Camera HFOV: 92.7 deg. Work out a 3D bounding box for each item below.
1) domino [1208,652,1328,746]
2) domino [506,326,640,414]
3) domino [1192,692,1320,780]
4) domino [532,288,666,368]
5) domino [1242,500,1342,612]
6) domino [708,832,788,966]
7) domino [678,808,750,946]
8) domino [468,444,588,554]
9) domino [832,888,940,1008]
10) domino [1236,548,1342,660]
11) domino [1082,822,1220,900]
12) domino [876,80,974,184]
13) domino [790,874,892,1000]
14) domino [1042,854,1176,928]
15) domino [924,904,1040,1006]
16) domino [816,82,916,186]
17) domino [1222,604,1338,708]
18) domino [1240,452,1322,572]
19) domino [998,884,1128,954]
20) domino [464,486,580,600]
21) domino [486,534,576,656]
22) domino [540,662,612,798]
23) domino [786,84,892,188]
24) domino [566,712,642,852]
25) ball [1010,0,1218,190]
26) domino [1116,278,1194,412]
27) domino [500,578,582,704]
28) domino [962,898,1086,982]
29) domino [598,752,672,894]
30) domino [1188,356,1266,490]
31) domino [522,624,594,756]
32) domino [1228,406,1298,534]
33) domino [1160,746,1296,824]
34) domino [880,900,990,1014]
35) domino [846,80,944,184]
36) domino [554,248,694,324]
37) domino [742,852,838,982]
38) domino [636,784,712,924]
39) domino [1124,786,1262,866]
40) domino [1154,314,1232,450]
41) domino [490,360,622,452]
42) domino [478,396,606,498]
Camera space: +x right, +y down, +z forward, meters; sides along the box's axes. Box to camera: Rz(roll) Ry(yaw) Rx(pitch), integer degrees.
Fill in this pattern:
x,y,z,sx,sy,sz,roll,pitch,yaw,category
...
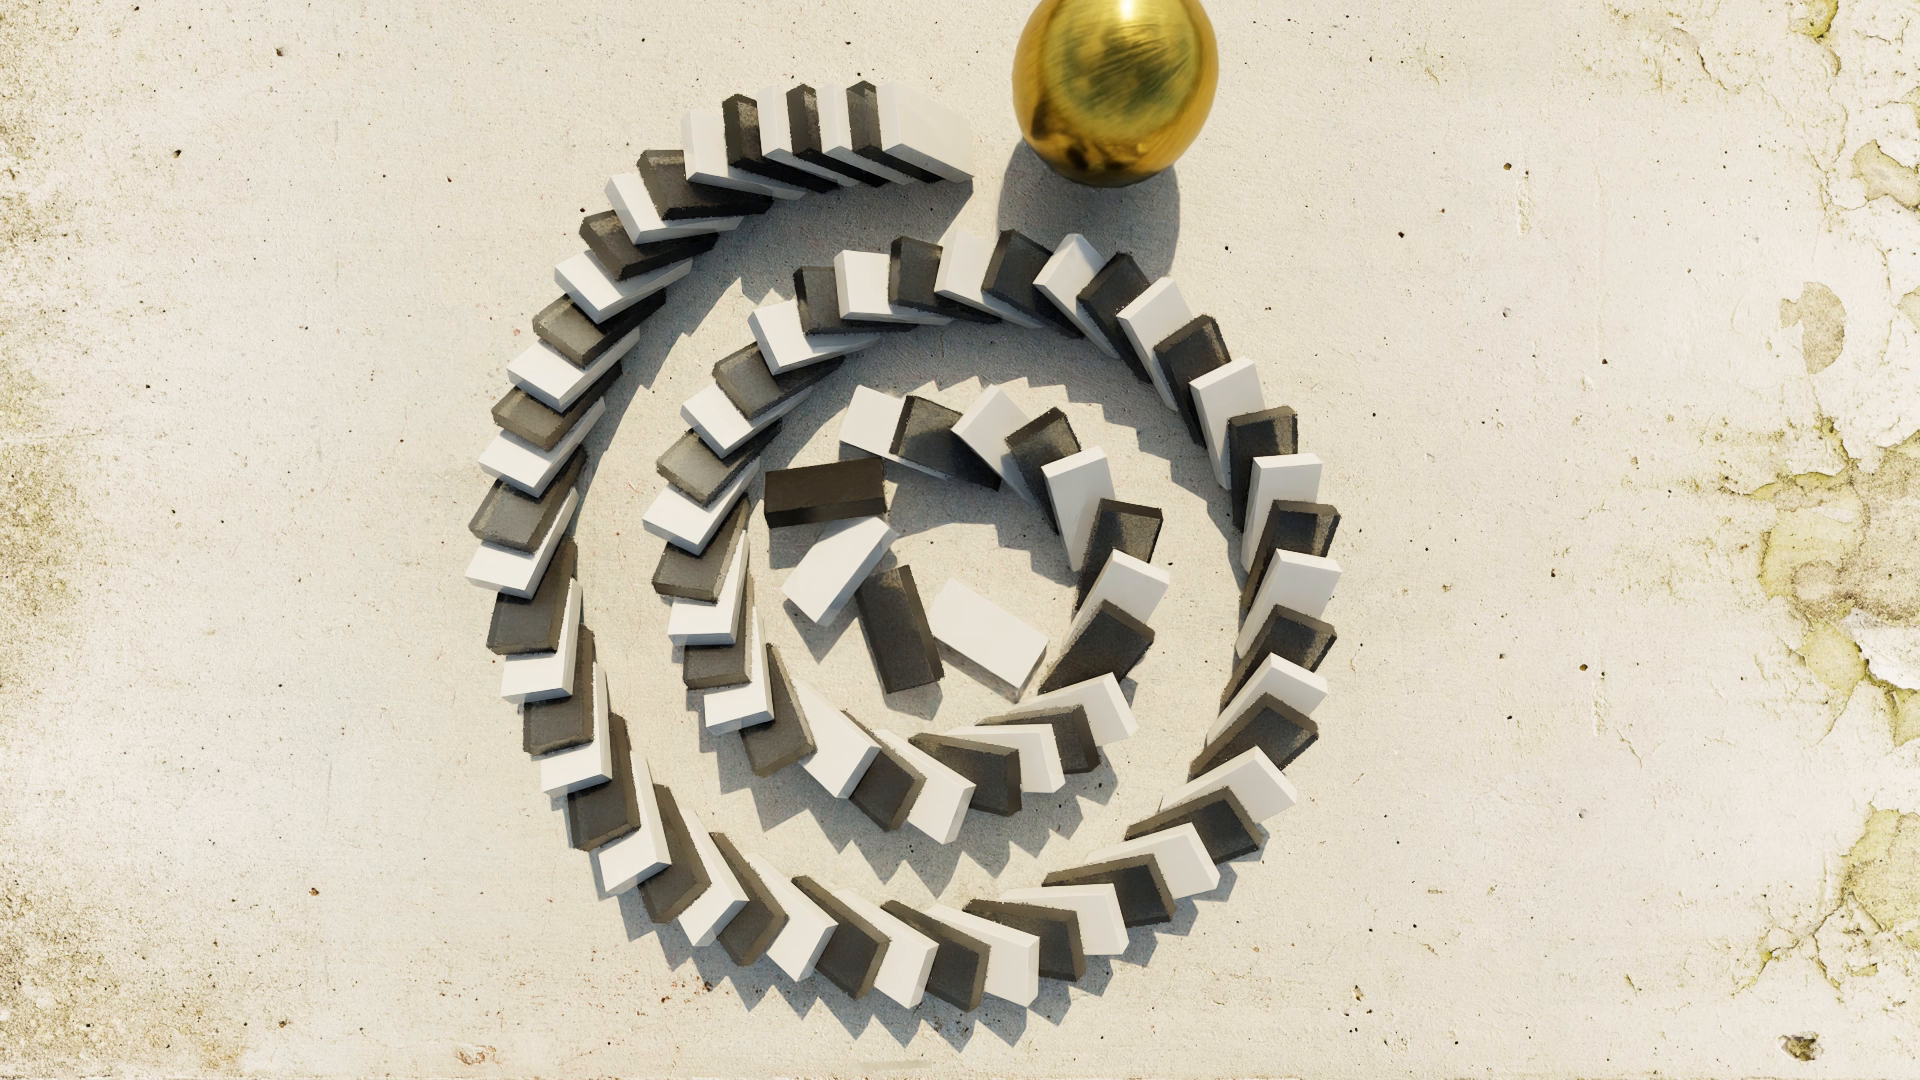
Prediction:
x,y,z,sx,sy,sz,roll,pitch,yaw,category
0.127,0.072,0.383,0.025,0.010,0.050,26,122,0,domino
-0.160,-0.078,0.382,0.025,0.009,0.050,31,58,3,domino
0.122,0.088,0.382,0.025,0.009,0.050,31,122,-3,domino
-0.150,-0.096,0.383,0.025,0.010,0.050,37,58,0,domino
0.137,0.008,0.383,0.025,0.009,0.050,5,120,-4,domino
-0.096,0.149,0.382,0.050,0.009,0.025,36,90,34,domino
-0.111,0.140,0.382,0.025,0.009,0.050,-48,56,1,domino
-0.180,-0.021,0.383,0.025,0.009,0.050,16,62,2,domino
-0.035,0.170,0.383,0.050,0.009,0.025,18,90,31,domino
0.136,0.029,0.383,0.025,0.009,0.050,11,120,-3,domino
0.080,0.138,0.384,0.050,0.010,0.025,-28,90,29,domino
-0.013,-0.167,0.377,0.009,0.050,0.025,-6,90,36,domino
-0.055,0.165,0.383,0.050,0.009,0.025,24,90,30,domino
0.062,0.149,0.384,0.050,0.010,0.025,-23,90,29,domino
0.008,0.172,0.382,0.050,0.010,0.025,4,96,32,domino
-0.037,-0.166,0.377,0.009,0.050,0.025,-6,90,36,domino
0.133,0.053,0.384,0.025,0.009,0.050,20,119,0,domino
0.133,-0.011,0.383,0.025,0.009,0.050,-5,121,-2,domino
0.043,0.159,0.384,0.050,0.009,0.025,-15,90,29,domino
-0.183,-0.002,0.384,0.025,0.010,0.050,13,62,0,domino
-0.179,0.022,0.383,0.025,0.010,0.050,-4,60,1,domino
-0.161,0.079,0.383,0.025,0.009,0.050,-17,60,0,domino
-0.049,-0.165,0.377,0.009,0.050,0.025,-6,90,36,domino
-0.150,0.100,0.382,0.025,0.010,0.050,-25,59,4,domino
0.060,-0.181,0.360,0.080,0.080,0.080,0,90,0,ball
0.088,-0.081,0.382,0.025,0.009,0.050,-40,121,-3,domino
-0.174,0.042,0.383,0.025,0.009,0.050,-9,60,1,domino
0.026,0.166,0.382,0.050,0.010,0.025,-8,93,33,domino
-0.139,0.117,0.382,0.025,0.009,0.050,-31,58,6,domino
0.115,-0.048,0.383,0.025,0.010,0.050,-26,120,-1,domino
-0.167,0.062,0.383,0.025,0.010,0.050,-15,60,1,domino
0.127,-0.029,0.384,0.025,0.010,0.050,-12,119,0,domino
0.111,0.109,0.383,0.025,0.010,0.050,48,120,-2,domino
-0.013,0.173,0.382,0.050,0.009,0.025,12,94,31,domino
-0.025,-0.167,0.377,0.010,0.050,0.025,-6,90,36,domino
-0.140,-0.113,0.382,0.025,0.010,0.050,45,56,0,domino
-0.077,0.157,0.384,0.050,0.009,0.025,29,90,28,domino
-0.125,0.130,0.381,0.025,0.010,0.050,-42,57,4,domino
0.097,0.124,0.383,0.050,0.009,0.025,-34,91,30,domino
0.102,-0.066,0.383,0.025,0.010,0.050,-34,121,-2,domino
-0.167,-0.062,0.382,0.025,0.010,0.050,28,58,1,domino
-0.174,-0.045,0.384,0.025,0.009,0.050,25,62,0,domino
